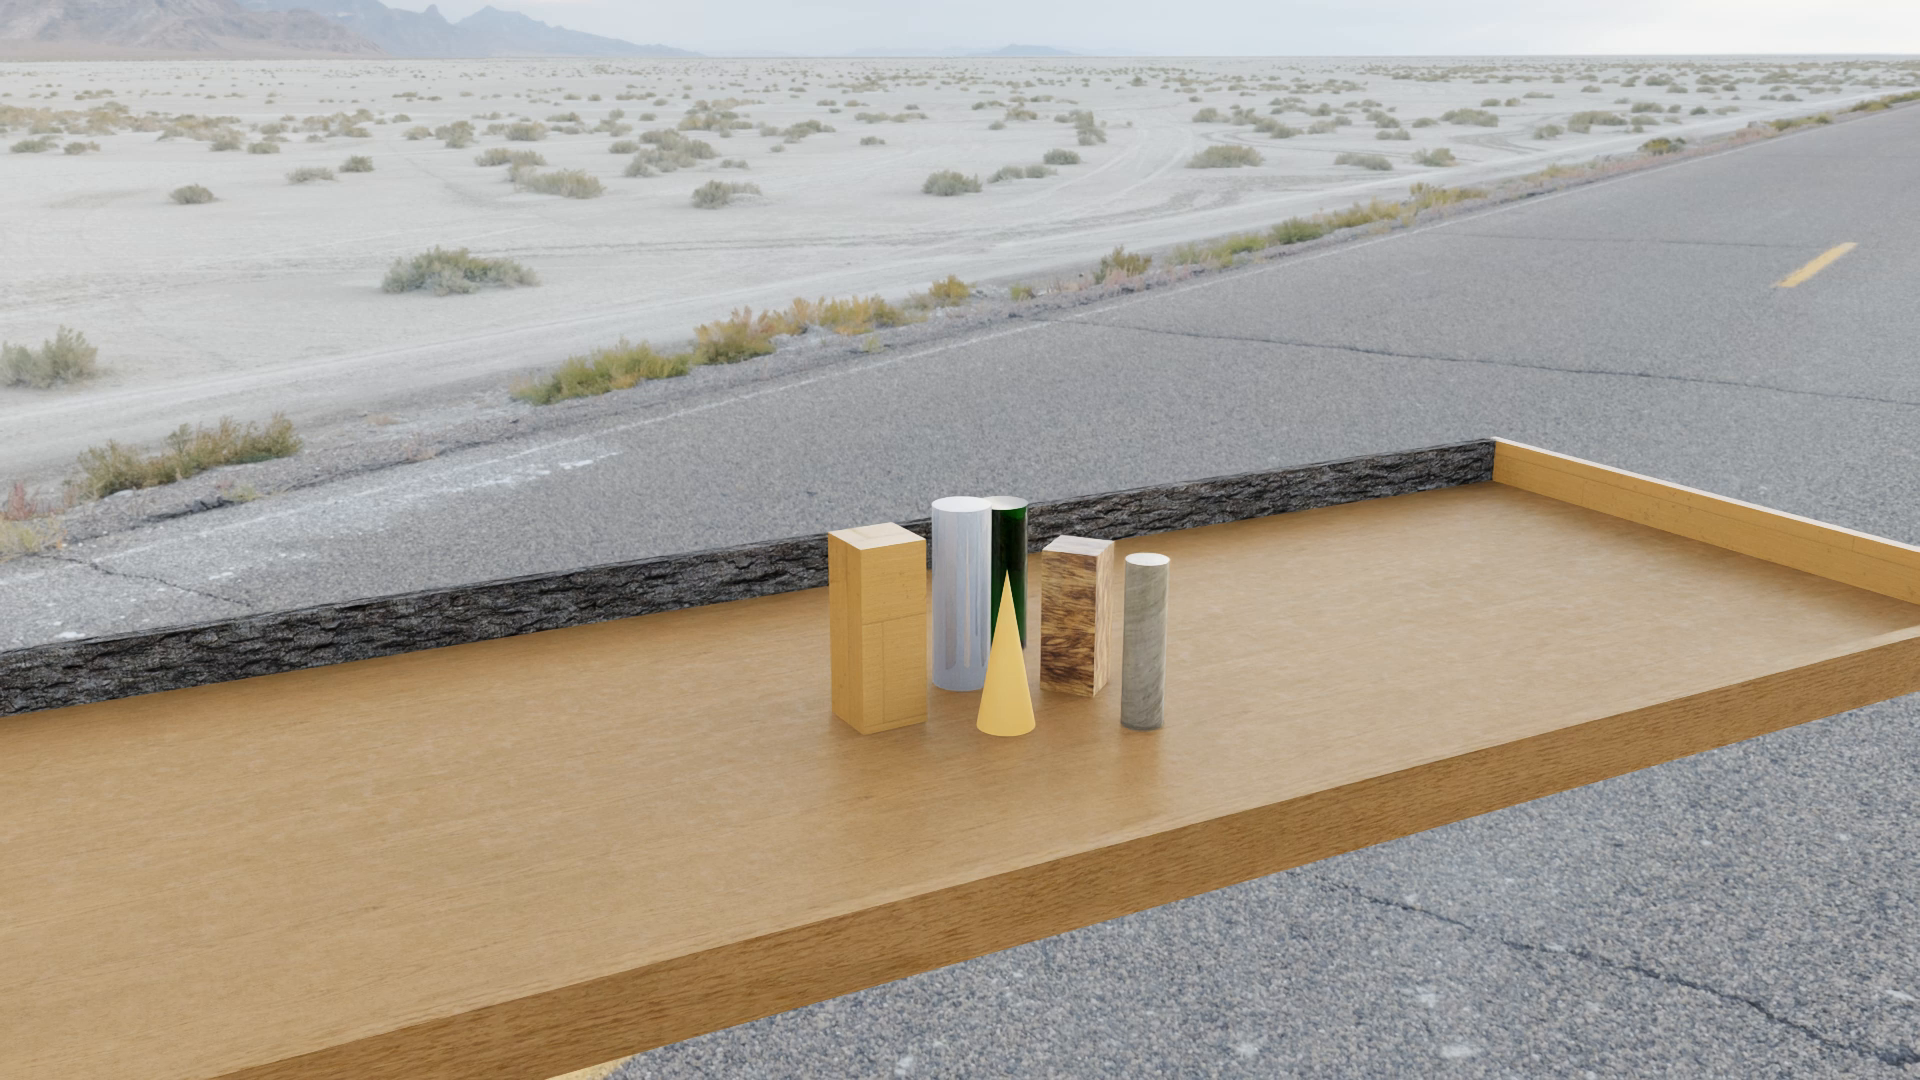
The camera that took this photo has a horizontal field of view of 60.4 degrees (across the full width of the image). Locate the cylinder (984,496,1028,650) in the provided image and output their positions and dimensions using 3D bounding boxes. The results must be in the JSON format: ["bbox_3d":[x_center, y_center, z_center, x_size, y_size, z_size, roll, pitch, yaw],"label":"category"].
[{"bbox_3d":[0.110,0.091,4.347,0.137,0.393,0.137,0,16,0],"label":"cylinder"}]

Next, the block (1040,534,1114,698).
[{"bbox_3d":[0.289,0.186,4.080,0.139,0.361,0.139,7,18,22],"label":"block"}]

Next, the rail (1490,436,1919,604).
[{"bbox_3d":[2.466,-0.048,5.253,0.050,0.150,2.100,-9,18,-27],"label":"rail"}]

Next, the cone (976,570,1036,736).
[{"bbox_3d":[0.108,0.251,3.825,0.139,0.382,0.139,0,16,0],"label":"cone"}]

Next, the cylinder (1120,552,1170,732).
[{"bbox_3d":[0.429,0.237,3.831,0.101,0.404,0.101,0,16,0],"label":"cylinder"}]

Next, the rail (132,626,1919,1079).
[{"bbox_3d":[-2.336,1.006,1.665,12.000,0.150,0.050,-9,18,-27],"label":"rail"}]

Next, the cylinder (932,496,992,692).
[{"bbox_3d":[0.004,0.133,4.087,0.147,0.460,0.147,0,16,0],"label":"cylinder"}]

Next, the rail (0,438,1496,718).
[{"bbox_3d":[-3.305,0.497,3.399,12.000,0.150,0.050,-9,18,-27],"label":"rail"}]

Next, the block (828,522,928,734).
[{"bbox_3d":[-0.192,0.205,3.864,0.168,0.448,0.168,-9,19,-29],"label":"block"}]
